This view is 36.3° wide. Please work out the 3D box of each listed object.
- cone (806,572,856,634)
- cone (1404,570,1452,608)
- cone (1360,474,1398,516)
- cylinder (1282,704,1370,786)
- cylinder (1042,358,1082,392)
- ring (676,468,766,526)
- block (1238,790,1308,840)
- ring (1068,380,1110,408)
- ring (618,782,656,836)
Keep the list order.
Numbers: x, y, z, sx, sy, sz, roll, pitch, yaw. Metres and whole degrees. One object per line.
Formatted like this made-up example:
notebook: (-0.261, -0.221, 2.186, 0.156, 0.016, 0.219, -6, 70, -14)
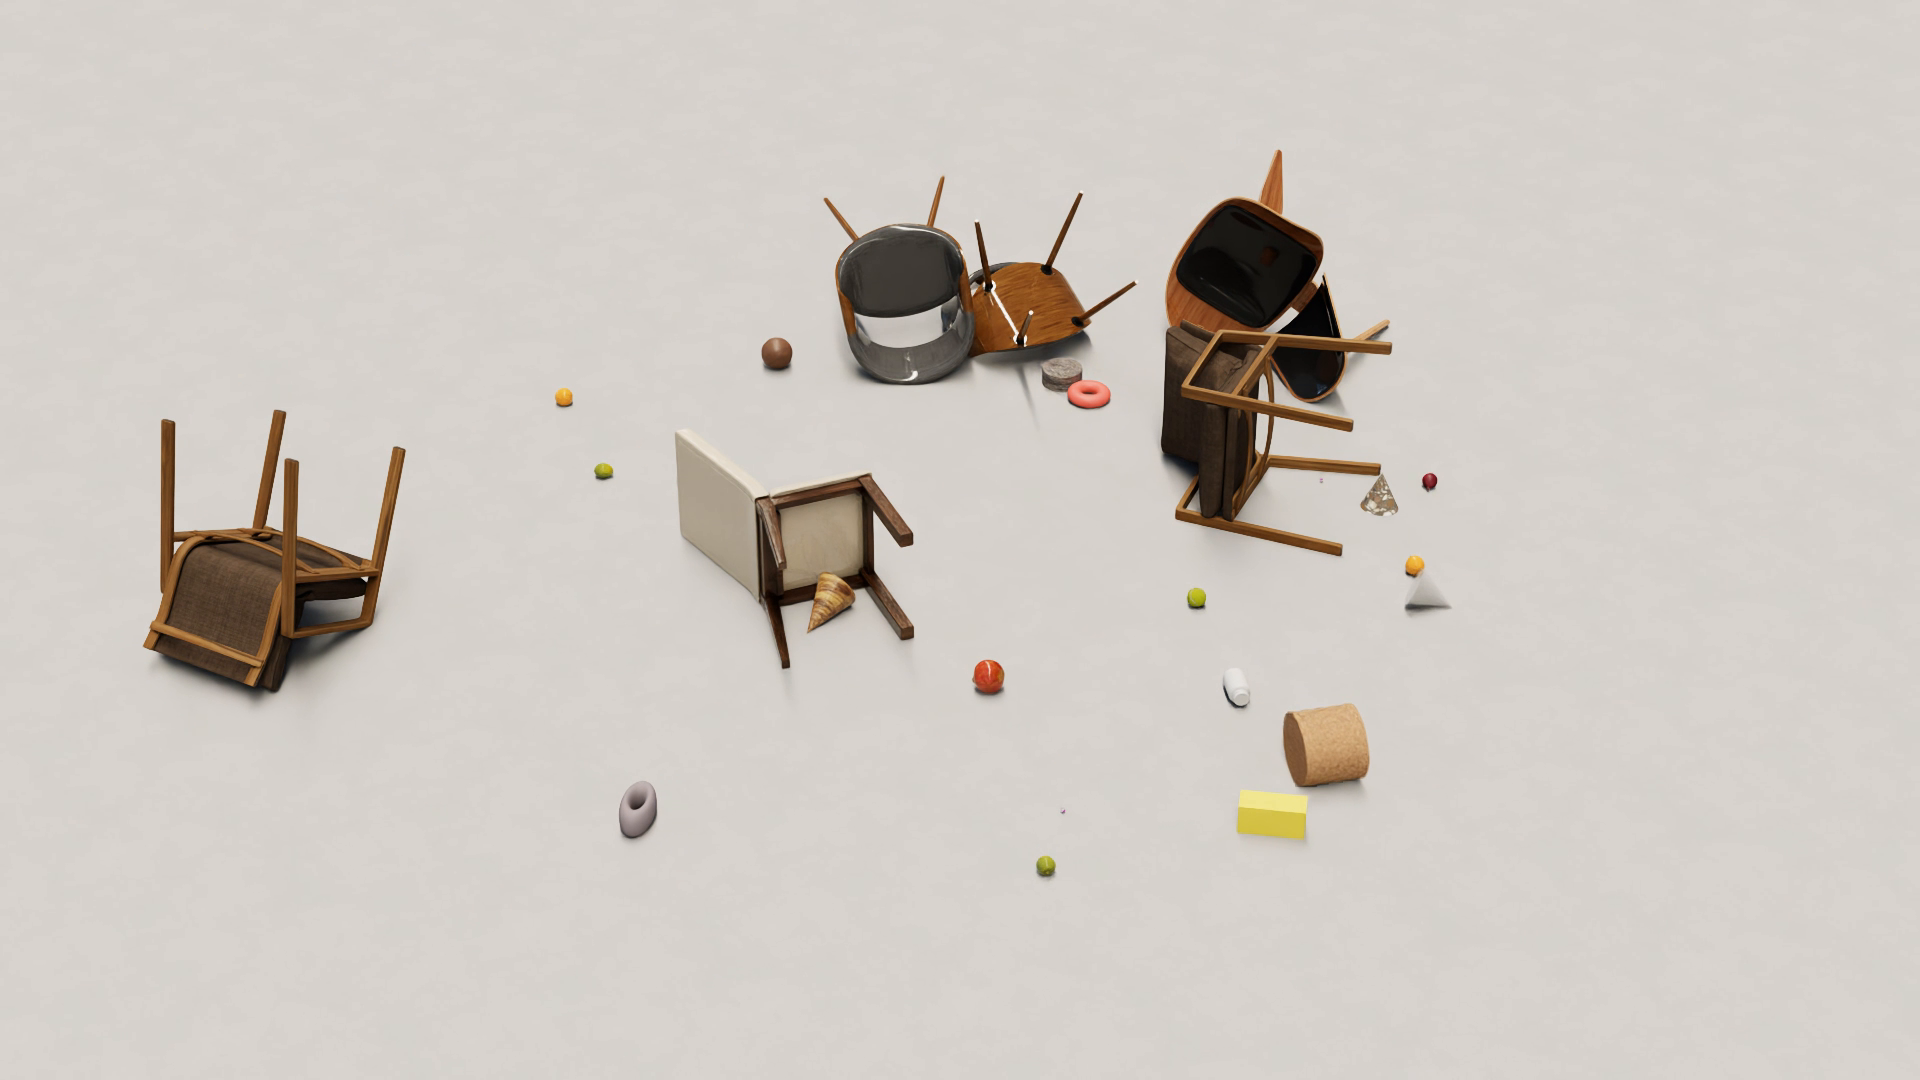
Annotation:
cone: (-0.493, 0.253, 10.487, 0.147, 0.176, 0.217, 13, 57, 35)
cone: (1.707, 0.208, 10.572, 0.158, 0.133, 0.168, 28, 35, 0)
cone: (1.592, -0.190, 11.093, 0.147, 0.154, 0.124, 13, 36, 19)
cylinder: (1.210, 0.677, 9.703, 0.215, 0.232, 0.252, -7, 56, -11)
cylinder: (0.415, -0.669, 11.898, 0.165, 0.069, 0.160, 20, 39, 28)
ring: (-0.900, -0.163, 11.054, 0.420, 0.153, 0.173, 20, 41, 30)
block: (1.012, 0.889, 9.498, 0.216, 0.107, 0.090, 5, 34, 8)
ring: (0.519, -0.588, 11.792, 0.175, 0.050, 0.178, -11, 36, -17)
ring: (-1.048, 0.874, 9.533, 0.115, 0.095, 0.223, 7, 35, 6)
